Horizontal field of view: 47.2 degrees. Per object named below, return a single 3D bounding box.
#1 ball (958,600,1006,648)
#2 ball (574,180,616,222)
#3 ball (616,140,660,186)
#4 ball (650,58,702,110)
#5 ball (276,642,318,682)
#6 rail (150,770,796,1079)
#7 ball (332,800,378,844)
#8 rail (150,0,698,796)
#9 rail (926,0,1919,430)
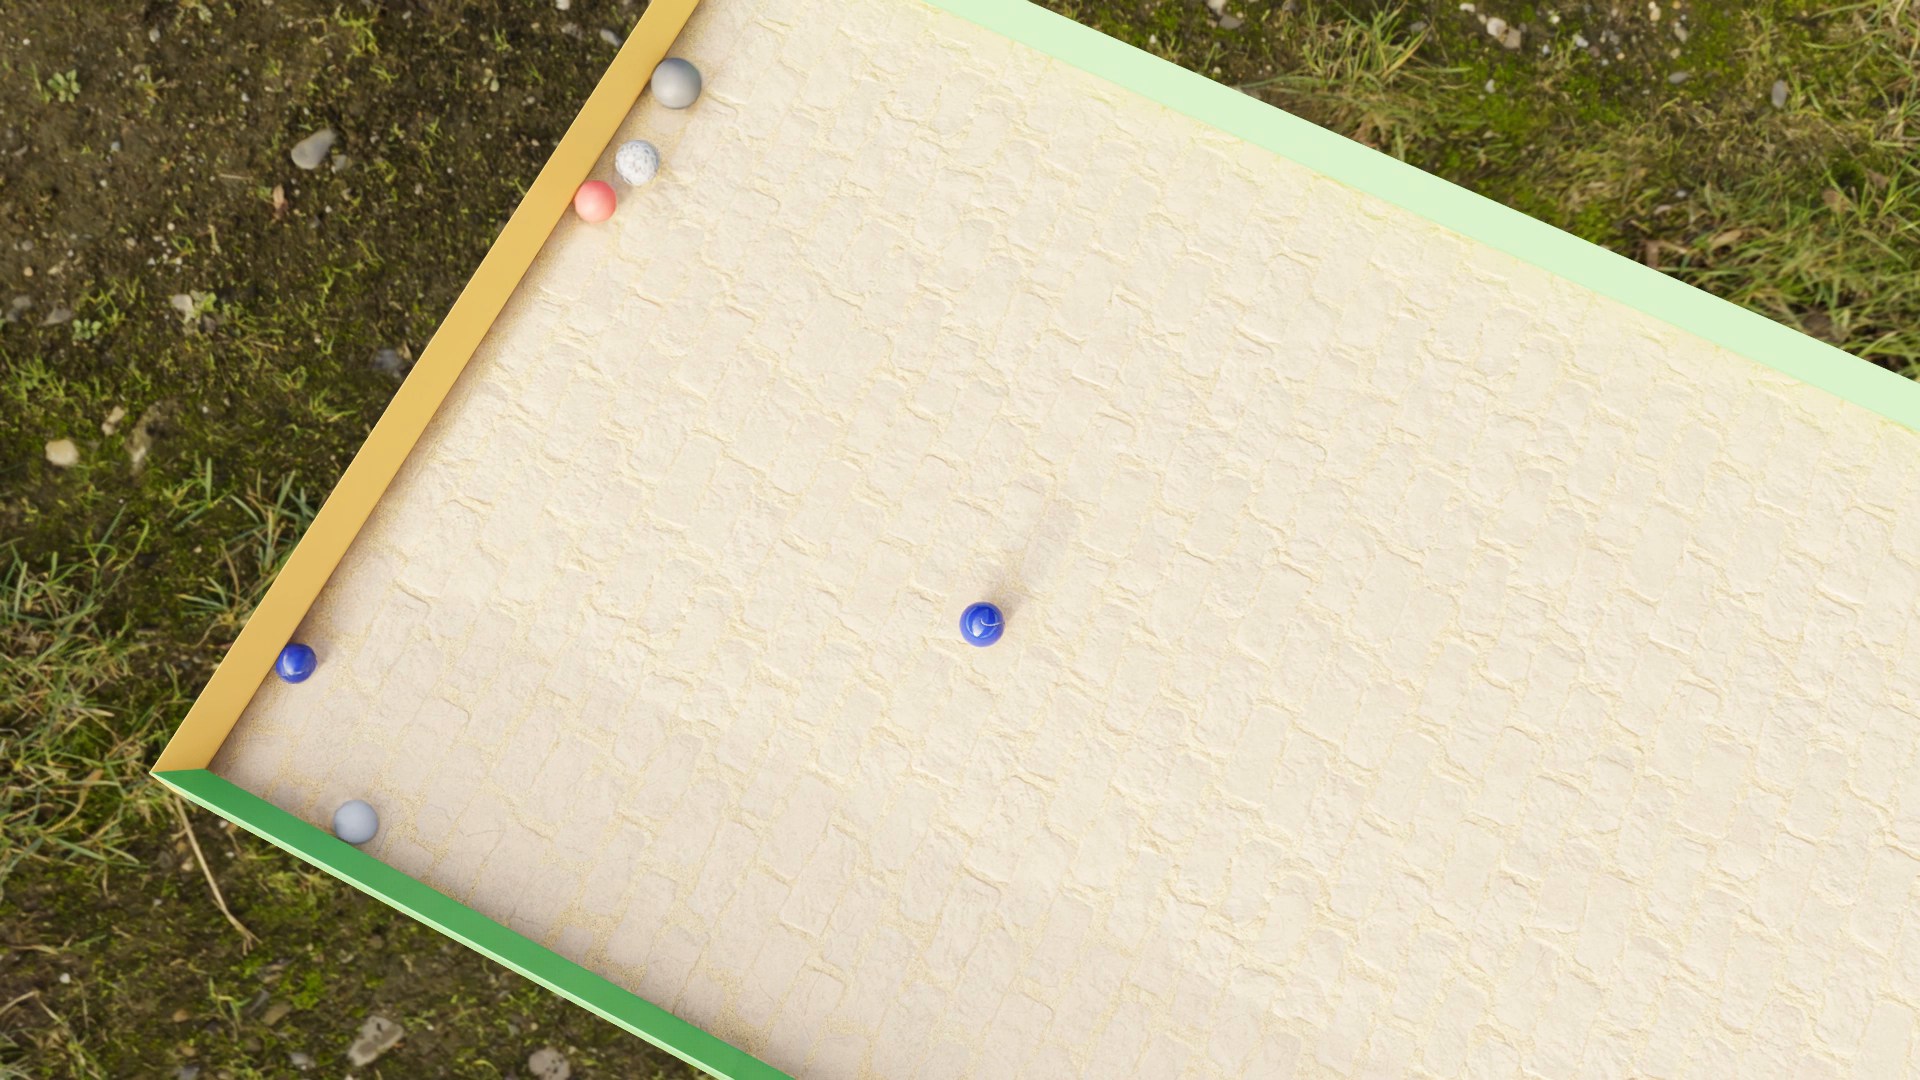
[{"bbox_3d":[0.034,0.131,3.400,0.073,0.073,0.073,0,70,0],"label":"ball"},{"bbox_3d":[-0.606,-0.563,3.659,0.070,0.070,0.070,0,70,0],"label":"ball"},{"bbox_3d":[-0.540,-0.631,3.683,0.073,0.073,0.073,0,70,0],"label":"ball"},{"bbox_3d":[-0.481,-0.773,3.728,0.086,0.086,0.086,0,70,0],"label":"ball"},{"bbox_3d":[-1.021,0.189,3.385,0.061,0.061,0.061,0,70,0],"label":"ball"},{"bbox_3d":[0.400,1.095,3.020,3.552,0.112,0.045,25,72,9],"label":"rail"},{"bbox_3d":[-0.906,0.422,3.295,0.066,0.066,0.066,0,70,0],"label":"ball"},{"bbox_3d":[-0.771,-0.373,3.565,0.045,0.112,1.784,25,72,9],"label":"rail"},{"bbox_3d":[1.184,-0.357,3.559,3.552,0.112,0.045,25,72,9],"label":"rail"}]
